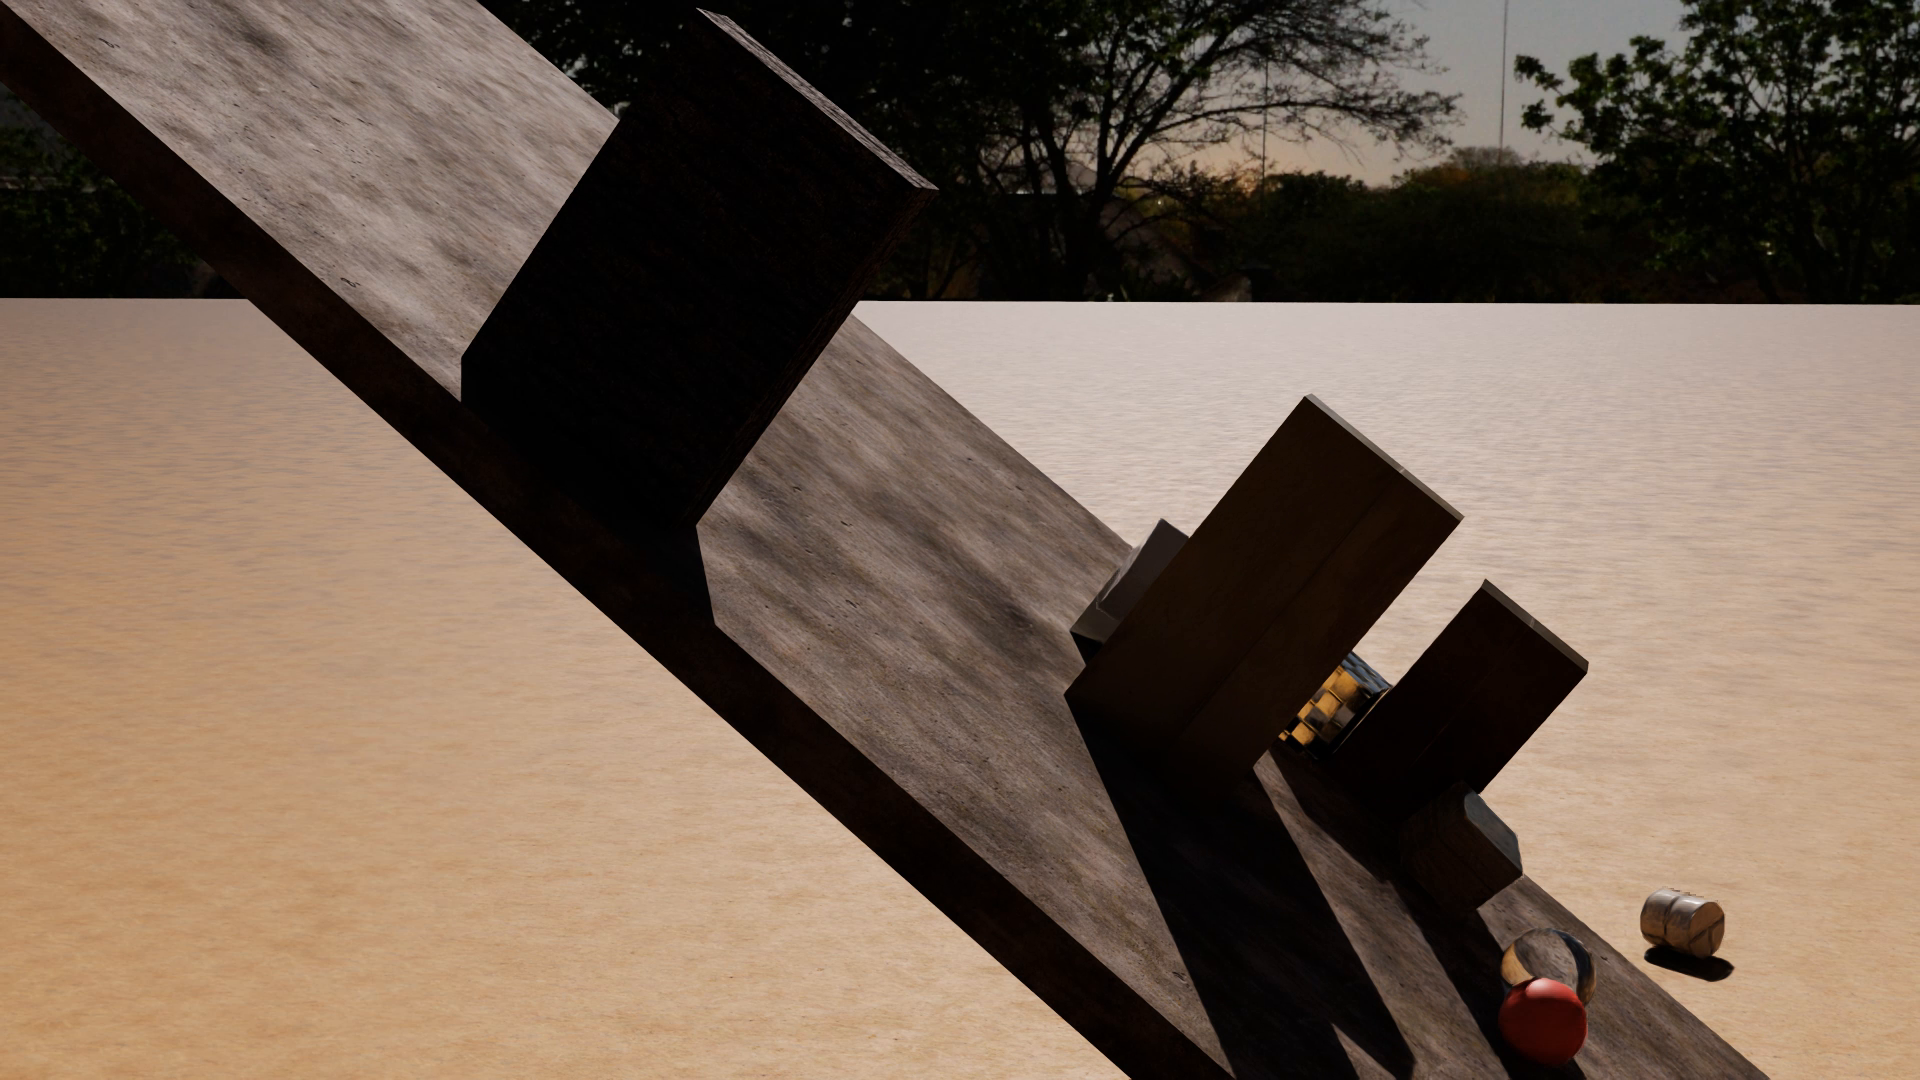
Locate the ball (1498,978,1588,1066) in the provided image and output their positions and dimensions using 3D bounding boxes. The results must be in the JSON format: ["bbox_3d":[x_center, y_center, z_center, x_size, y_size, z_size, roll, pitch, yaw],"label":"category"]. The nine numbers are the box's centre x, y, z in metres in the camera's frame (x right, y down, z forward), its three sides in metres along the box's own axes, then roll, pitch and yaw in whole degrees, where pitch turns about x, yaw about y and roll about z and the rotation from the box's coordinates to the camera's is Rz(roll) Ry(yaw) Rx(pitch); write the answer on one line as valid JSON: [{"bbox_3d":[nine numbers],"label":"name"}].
[{"bbox_3d":[0.994,0.822,3.752,0.147,0.147,0.147,0,7,0],"label":"ball"}]

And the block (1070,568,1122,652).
[{"bbox_3d":[0.329,0.152,4.184,0.151,0.151,0.151,40,16,9],"label":"block"}]

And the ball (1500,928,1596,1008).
[{"bbox_3d":[1.058,0.784,3.959,0.169,0.169,0.169,0,7,0],"label":"ball"}]

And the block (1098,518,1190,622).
[{"bbox_3d":[0.368,0.081,4.018,0.142,0.142,0.142,35,-35,0],"label":"block"}]

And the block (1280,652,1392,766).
[{"bbox_3d":[0.734,0.317,4.520,0.193,0.193,0.193,43,17,17],"label":"block"}]

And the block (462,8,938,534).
[{"bbox_3d":[-0.392,-0.393,3.260,0.420,0.639,0.114,40,16,9],"label":"block"}]

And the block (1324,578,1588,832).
[{"bbox_3d":[0.997,0.355,4.431,0.263,0.492,0.133,40,16,9],"label":"block"}]

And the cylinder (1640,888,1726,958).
[{"bbox_3d":[1.974,1.048,6.010,0.158,0.158,0.158,-5,8,-35],"label":"cylinder"}]

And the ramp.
[{"bbox_3d":[-0.031,0.086,4.054,4.000,0.100,2.000,40,16,9],"label":"ramp"}]

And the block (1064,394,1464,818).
[{"bbox_3d":[0.510,0.114,3.740,0.327,0.664,0.086,40,16,9],"label":"block"}]

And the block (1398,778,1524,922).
[{"bbox_3d":[0.956,0.594,4.213,0.160,0.160,0.160,-42,9,20],"label":"block"}]
